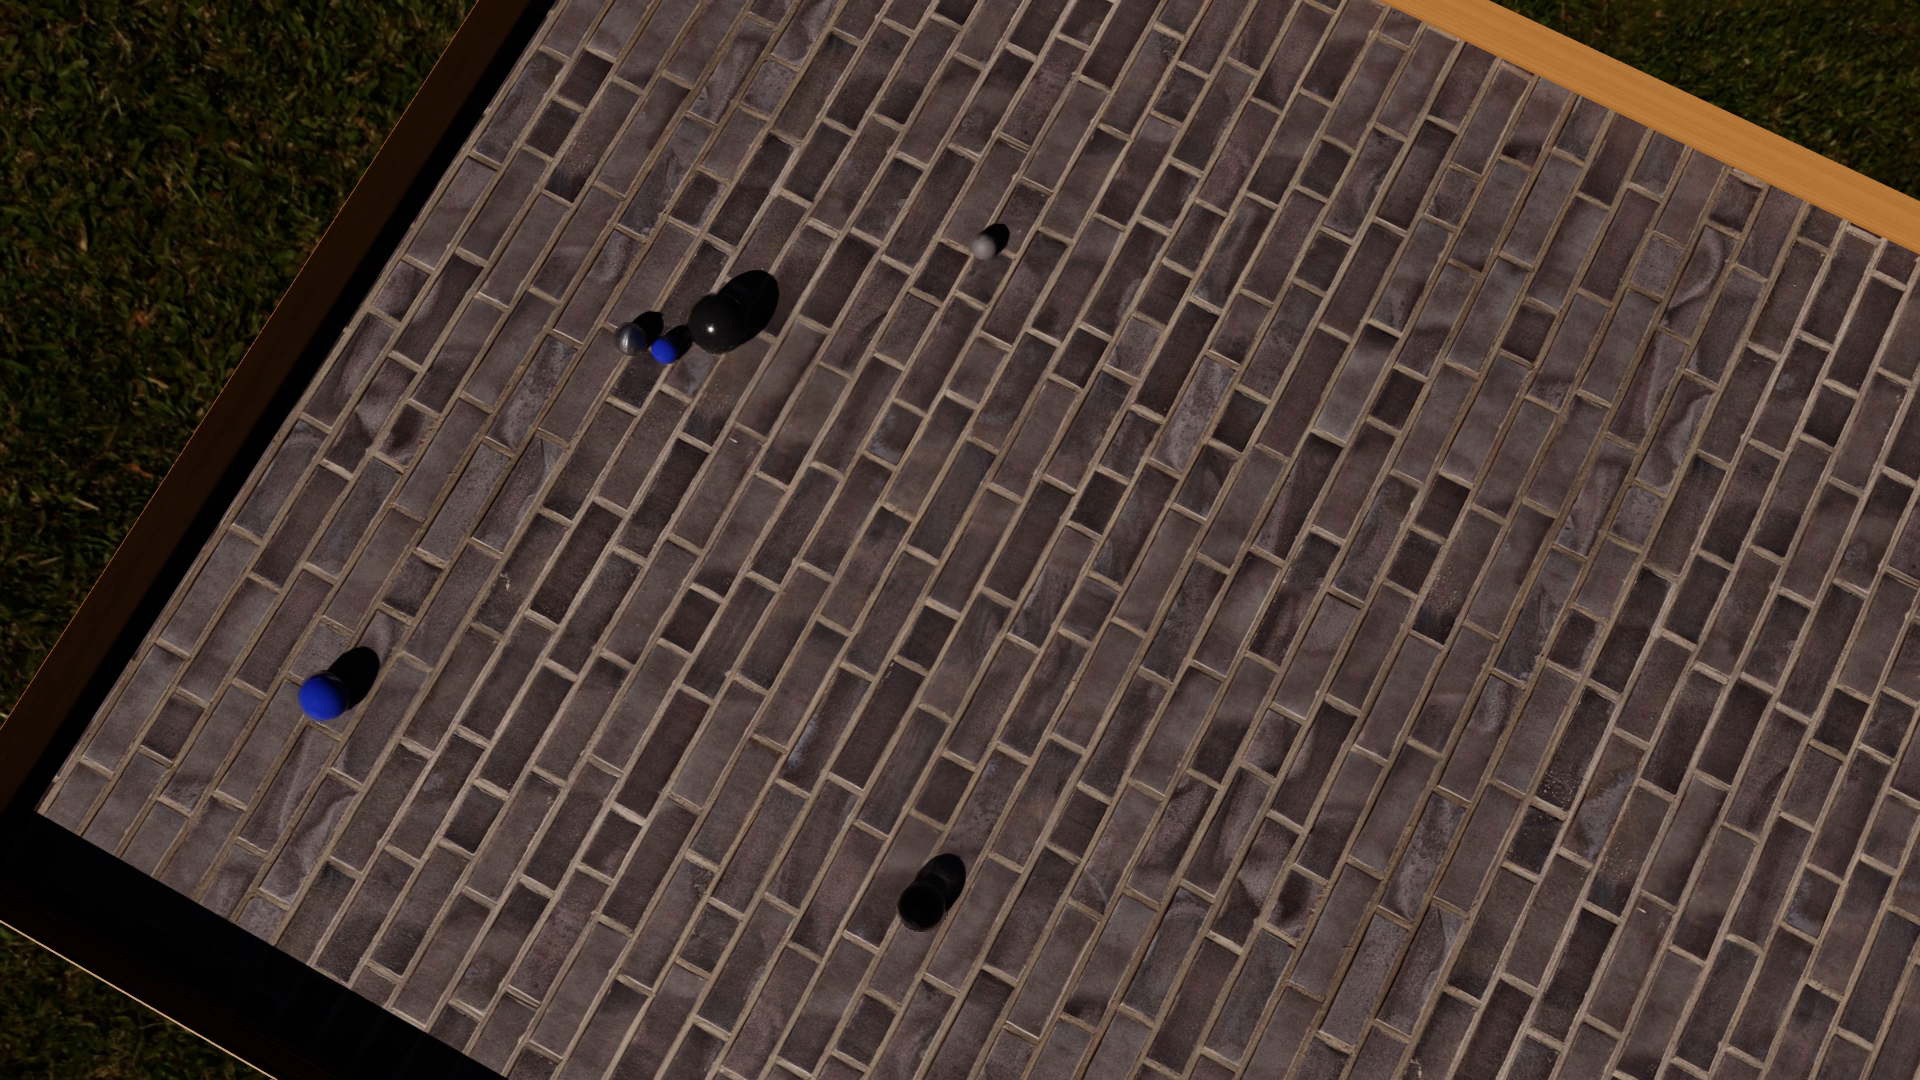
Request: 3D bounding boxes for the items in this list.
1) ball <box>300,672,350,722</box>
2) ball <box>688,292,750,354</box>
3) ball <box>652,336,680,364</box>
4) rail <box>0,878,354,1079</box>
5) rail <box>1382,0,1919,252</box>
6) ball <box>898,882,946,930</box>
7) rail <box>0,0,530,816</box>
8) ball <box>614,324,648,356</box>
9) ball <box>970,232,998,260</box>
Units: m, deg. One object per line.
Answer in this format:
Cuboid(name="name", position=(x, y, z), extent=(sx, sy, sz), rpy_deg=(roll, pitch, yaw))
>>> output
Cuboid(name="ball", position=(-0.948, 0.234, 3.284), extent=(0.074, 0.074, 0.074), rpy_deg=(0, 75, 0))
Cuboid(name="ball", position=(-0.375, -0.337, 3.426), extent=(0.096, 0.096, 0.096), rpy_deg=(0, 75, 0))
Cuboid(name="ball", position=(-0.461, -0.297, 3.441), extent=(0.045, 0.045, 0.045), rpy_deg=(0, 75, 0))
Cuboid(name="rail", position=(0.419, 1.448, 2.930), extent=(4.322, 0.124, 0.045), rpy_deg=(27, 77, 7))
Cuboid(name="rail", position=(1.487, -0.481, 3.449), extent=(4.322, 0.124, 0.045), rpy_deg=(27, 77, 7))
Cuboid(name="ball", position=(-0.055, 0.533, 3.205), extent=(0.070, 0.070, 0.070), rpy_deg=(0, 75, 0))
Cuboid(name="rail", position=(-0.932, -0.490, 3.451), extent=(0.045, 0.124, 2.312), rpy_deg=(27, 77, 7))
Cuboid(name="ball", position=(-0.515, -0.314, 3.443), extent=(0.051, 0.051, 0.051), rpy_deg=(0, 75, 0))
Cuboid(name="ball", position=(0.039, -0.465, 3.487), extent=(0.044, 0.044, 0.044), rpy_deg=(0, 75, 0))
